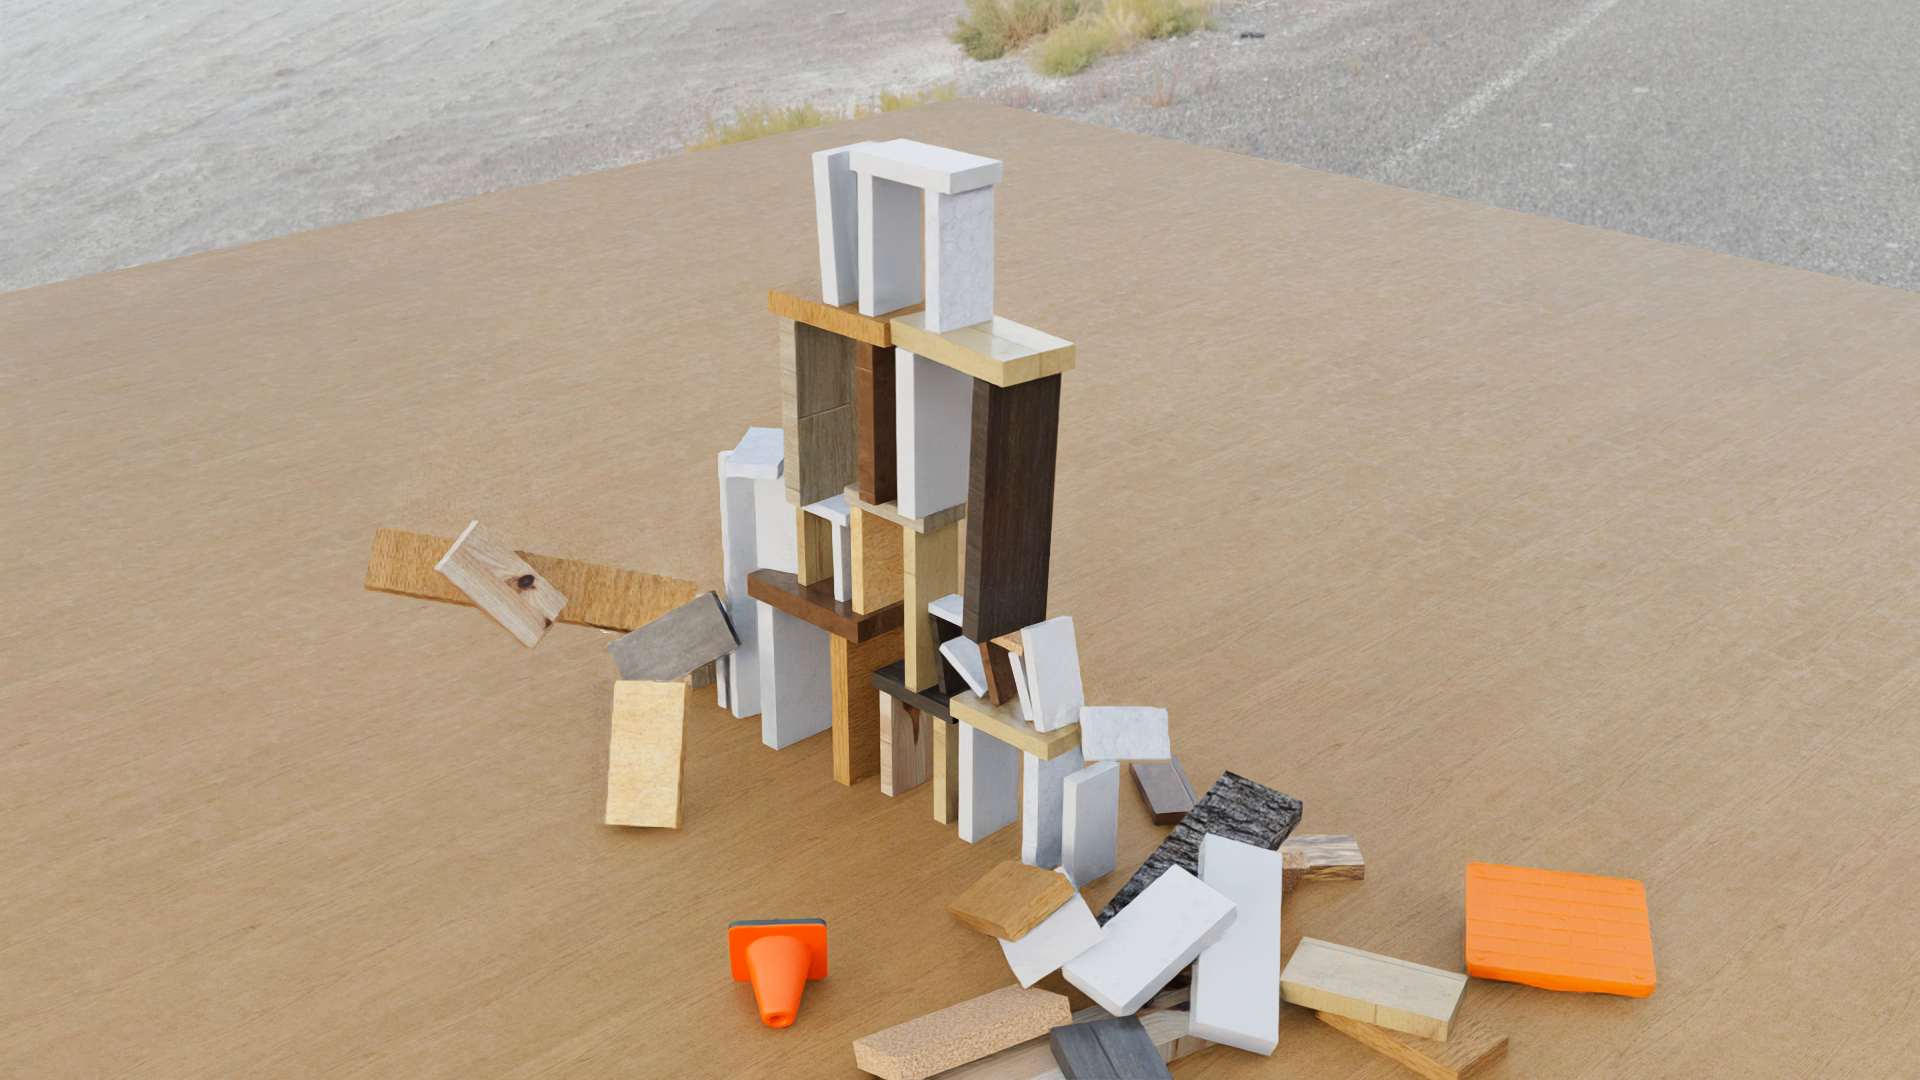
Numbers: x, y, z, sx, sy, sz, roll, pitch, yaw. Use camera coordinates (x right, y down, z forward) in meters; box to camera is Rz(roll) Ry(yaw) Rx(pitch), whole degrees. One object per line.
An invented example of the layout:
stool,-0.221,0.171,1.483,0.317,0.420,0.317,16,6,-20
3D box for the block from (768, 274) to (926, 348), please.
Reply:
block,-0.202,-0.448,4.255,0.328,0.046,0.164,21,31,40

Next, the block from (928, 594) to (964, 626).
block,0.009,0.143,4.289,0.067,0.019,0.134,-20,30,-39

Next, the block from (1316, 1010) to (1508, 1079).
block,0.769,0.830,3.753,0.146,0.041,0.292,-20,30,-39

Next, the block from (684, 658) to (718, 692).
block,-0.582,0.244,4.958,0.025,0.177,0.089,21,31,40

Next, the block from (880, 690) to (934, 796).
block,-0.109,0.400,4.519,0.117,0.234,0.033,-21,31,-40

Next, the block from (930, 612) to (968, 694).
block,-0.019,0.215,4.356,0.067,0.166,0.019,-20,20,-39

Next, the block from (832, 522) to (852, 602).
block,-0.217,0.032,4.473,0.086,0.172,0.024,-21,29,-40

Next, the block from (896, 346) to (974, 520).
block,-0.044,-0.220,4.189,0.167,0.334,0.047,-21,31,-40

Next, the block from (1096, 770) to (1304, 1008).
block,0.415,0.622,3.991,0.164,0.047,0.591,21,39,27

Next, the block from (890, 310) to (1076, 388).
block,0.039,-0.360,4.027,0.167,0.047,0.334,-17,28,-34

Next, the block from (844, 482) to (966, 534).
block,-0.108,-0.074,4.315,0.115,0.033,0.230,-21,31,-40

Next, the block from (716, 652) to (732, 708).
block,-0.500,0.276,4.883,0.025,0.177,0.089,18,29,37

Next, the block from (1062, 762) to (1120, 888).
block,0.248,0.541,4.187,0.116,0.232,0.033,-19,30,-38

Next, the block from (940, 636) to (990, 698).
block,0.027,0.246,4.311,0.067,0.019,0.134,-20,59,-39

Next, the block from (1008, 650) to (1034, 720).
block,0.132,0.265,4.191,0.020,0.140,0.070,-5,18,31

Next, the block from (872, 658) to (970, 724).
block,-0.054,0.299,4.416,0.117,0.033,0.234,-21,31,-40

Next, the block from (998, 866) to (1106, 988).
block,0.149,0.680,3.890,0.164,0.047,0.328,-32,9,-2

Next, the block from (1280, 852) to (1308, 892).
block,0.526,0.629,4.135,0.232,0.116,0.033,-2,60,-5

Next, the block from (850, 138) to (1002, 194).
block,-0.063,-0.682,4.004,0.132,0.037,0.264,-21,31,-40

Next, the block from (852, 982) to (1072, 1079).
block,0.005,0.825,3.684,0.329,0.047,0.164,-13,5,-28

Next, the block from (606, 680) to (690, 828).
block,-0.625,0.428,4.405,0.144,0.287,0.041,2,-7,7

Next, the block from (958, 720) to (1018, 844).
block,0.057,0.457,4.349,0.131,0.262,0.037,-21,31,-41

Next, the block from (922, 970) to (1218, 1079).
block,0.077,0.888,3.614,0.867,0.042,0.149,-13,26,-28

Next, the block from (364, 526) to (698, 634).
block,-0.924,0.099,4.774,0.696,0.132,0.037,10,-17,-9

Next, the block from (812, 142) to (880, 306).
block,-0.204,-0.604,4.193,0.041,0.287,0.144,16,27,42

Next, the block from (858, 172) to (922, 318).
block,-0.130,-0.566,4.128,0.037,0.271,0.132,21,31,39

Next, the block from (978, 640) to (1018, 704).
block,0.075,0.240,4.251,0.020,0.139,0.070,-1,18,39

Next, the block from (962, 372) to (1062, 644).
block,0.094,-0.069,4.074,0.167,0.525,0.047,-17,32,-34

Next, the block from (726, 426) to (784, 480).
block,-0.411,-0.182,4.601,0.108,0.031,0.217,4,23,7

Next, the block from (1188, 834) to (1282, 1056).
block,0.483,0.699,3.835,0.144,0.041,0.416,16,42,-4

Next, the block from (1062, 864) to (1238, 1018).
block,0.327,0.689,3.777,0.287,0.041,0.144,-36,46,-27

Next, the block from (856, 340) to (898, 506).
block,-0.121,-0.245,4.256,0.164,0.328,0.046,-20,30,-39

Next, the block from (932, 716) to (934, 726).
block,-0.140,0.094,4.681,0.041,0.675,0.144,-33,39,-33

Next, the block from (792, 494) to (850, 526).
block,-0.258,-0.073,4.469,0.086,0.024,0.172,-21,30,-40

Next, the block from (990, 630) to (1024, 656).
block,0.096,0.179,4.189,0.070,0.020,0.139,-19,30,-38

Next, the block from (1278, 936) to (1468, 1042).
block,0.711,0.771,3.785,0.293,0.041,0.146,10,25,23

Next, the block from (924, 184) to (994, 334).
block,-0.001,-0.519,4.006,0.132,0.264,0.037,-19,29,-37

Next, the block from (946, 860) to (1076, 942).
block,0.089,0.648,3.964,0.144,0.041,0.287,-37,9,-18

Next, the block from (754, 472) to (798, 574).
block,-0.371,-0.040,4.585,0.108,0.217,0.031,10,26,22

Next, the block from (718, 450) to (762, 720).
block,-0.453,0.094,4.763,0.108,0.604,0.031,-13,23,-29

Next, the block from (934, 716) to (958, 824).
block,0.001,0.443,4.416,0.033,0.234,0.117,21,31,41

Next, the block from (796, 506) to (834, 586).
block,-0.296,0.001,4.546,0.086,0.172,0.024,-21,31,-40

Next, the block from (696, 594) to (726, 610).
block,-0.546,0.168,4.879,0.177,0.025,0.089,17,28,35

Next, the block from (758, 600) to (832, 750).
block,-0.347,0.264,4.704,0.170,0.339,0.048,-21,31,-40

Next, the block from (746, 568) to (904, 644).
block,-0.266,0.117,4.556,0.339,0.048,0.170,21,31,40

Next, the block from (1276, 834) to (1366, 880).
block,0.658,0.616,4.267,0.232,0.033,0.116,-1,23,-2

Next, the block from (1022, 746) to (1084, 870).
block,0.180,0.505,4.235,0.131,0.262,0.037,-21,31,-40

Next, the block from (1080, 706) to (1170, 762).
block,0.315,0.369,4.184,0.200,0.100,0.028,5,-13,-38

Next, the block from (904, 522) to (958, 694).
block,-0.056,0.123,4.339,0.115,0.350,0.033,-20,30,-39

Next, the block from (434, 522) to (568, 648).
block,-0.972,0.096,4.667,0.132,0.264,0.037,-55,26,-20

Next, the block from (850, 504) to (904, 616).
block,-0.165,0.025,4.416,0.115,0.230,0.033,-21,31,-40

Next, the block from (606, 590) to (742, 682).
block,-0.614,0.225,4.713,0.264,0.132,0.037,-27,-1,11

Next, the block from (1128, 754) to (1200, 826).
block,0.423,0.512,4.517,0.100,0.028,0.234,-4,23,-8

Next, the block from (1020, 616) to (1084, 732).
block,0.177,0.252,4.144,0.100,0.200,0.028,-15,12,-32

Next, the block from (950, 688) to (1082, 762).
block,0.119,0.343,4.234,0.131,0.037,0.262,-21,31,-40

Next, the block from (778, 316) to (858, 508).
block,-0.279,-0.274,4.409,0.164,0.393,0.046,-21,30,-40

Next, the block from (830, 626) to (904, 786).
block,-0.186,0.326,4.558,0.170,0.339,0.048,-21,31,-41

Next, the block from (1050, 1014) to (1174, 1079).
block,0.260,0.874,3.532,0.149,0.042,0.299,-6,23,-14
